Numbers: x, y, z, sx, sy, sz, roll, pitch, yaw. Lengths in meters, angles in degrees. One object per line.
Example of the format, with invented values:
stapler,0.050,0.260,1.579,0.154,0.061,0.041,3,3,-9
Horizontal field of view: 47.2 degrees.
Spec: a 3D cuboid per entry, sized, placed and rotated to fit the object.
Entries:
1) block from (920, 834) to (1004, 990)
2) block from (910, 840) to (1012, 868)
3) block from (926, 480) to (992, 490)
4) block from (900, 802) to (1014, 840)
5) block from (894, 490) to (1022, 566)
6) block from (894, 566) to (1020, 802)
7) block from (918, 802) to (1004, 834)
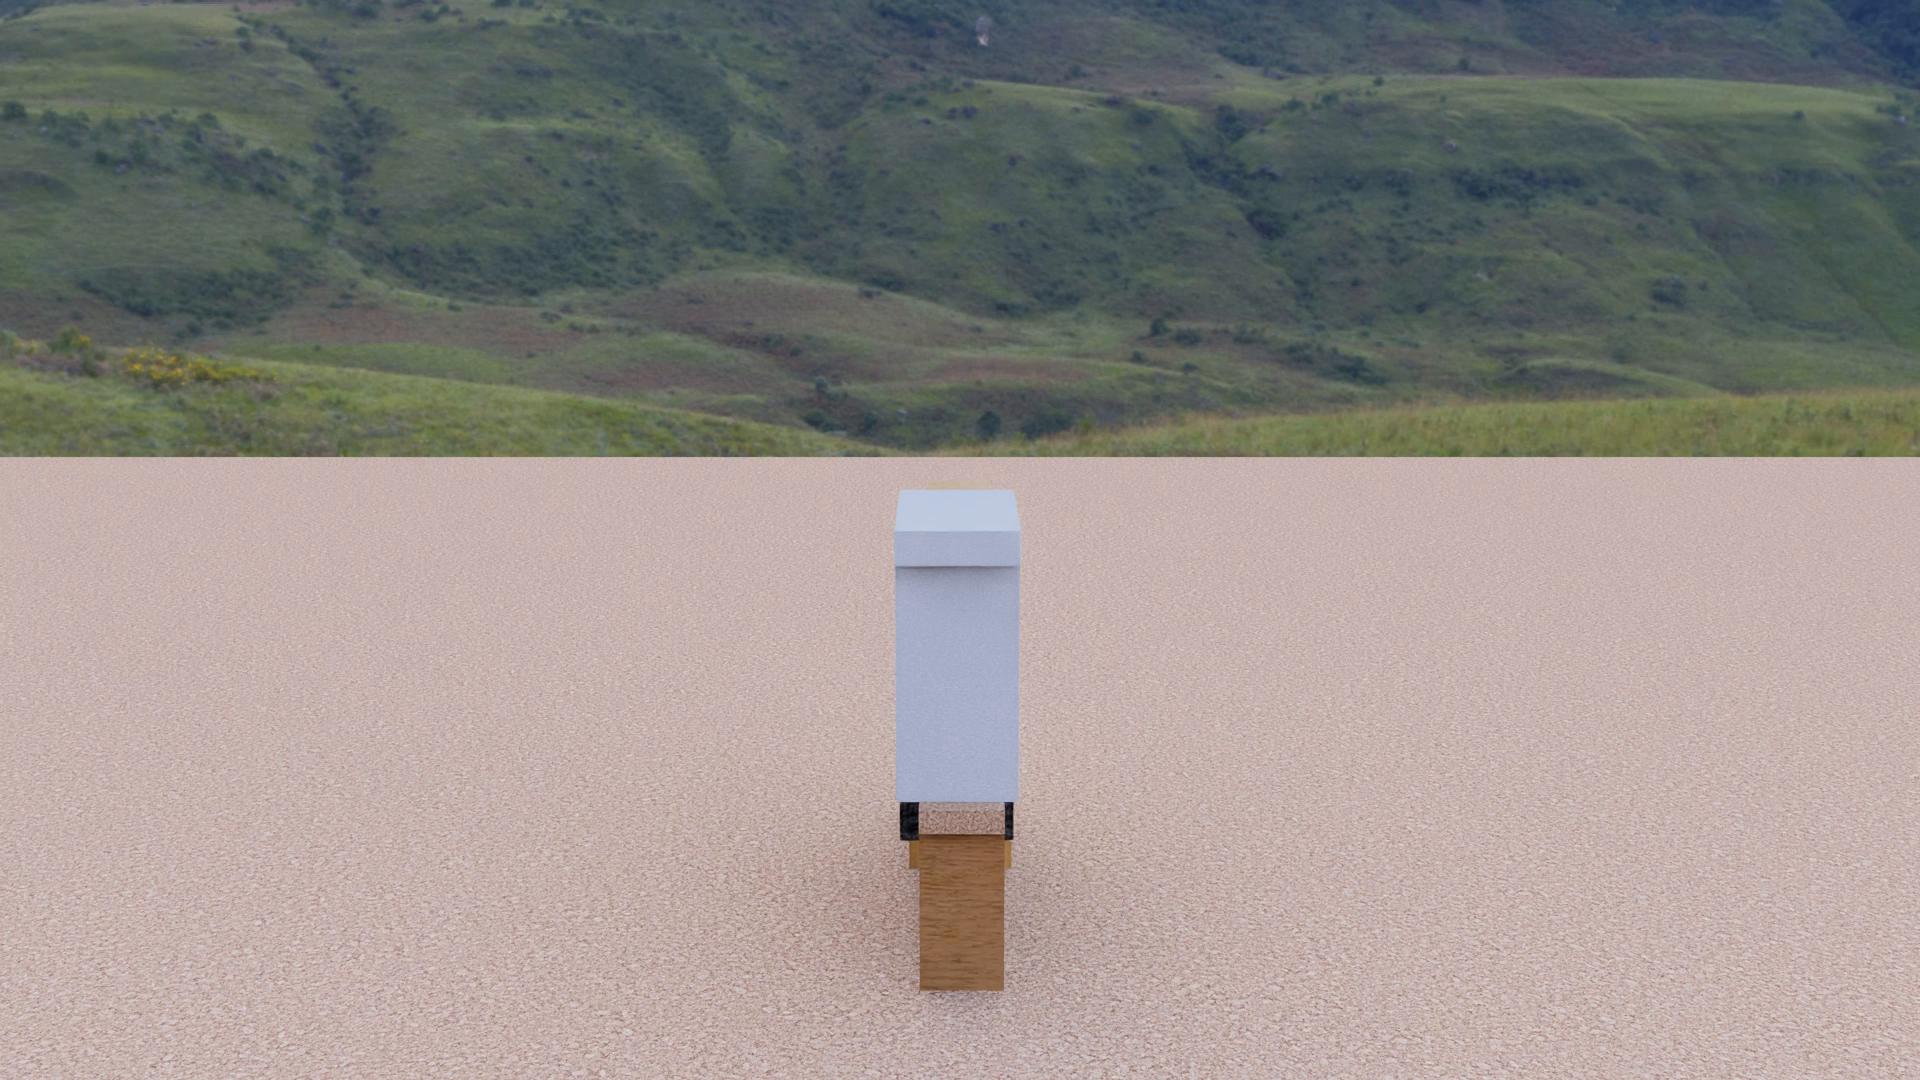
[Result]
block,0.003,0.541,3.250,0.125,0.249,0.035,0,11,0
block,0.000,0.389,3.787,0.176,0.352,0.050,0,11,0
block,-0.002,-0.069,3.721,0.110,0.031,0.221,0,11,0
block,-0.006,0.227,3.461,0.180,0.497,0.051,0,11,0
block,-0.004,-0.021,3.292,0.180,0.051,0.359,0,11,0
block,-0.004,0.203,3.212,0.180,0.359,0.051,0,11,0
block,0.002,0.386,3.305,0.125,0.035,0.249,0,11,0
